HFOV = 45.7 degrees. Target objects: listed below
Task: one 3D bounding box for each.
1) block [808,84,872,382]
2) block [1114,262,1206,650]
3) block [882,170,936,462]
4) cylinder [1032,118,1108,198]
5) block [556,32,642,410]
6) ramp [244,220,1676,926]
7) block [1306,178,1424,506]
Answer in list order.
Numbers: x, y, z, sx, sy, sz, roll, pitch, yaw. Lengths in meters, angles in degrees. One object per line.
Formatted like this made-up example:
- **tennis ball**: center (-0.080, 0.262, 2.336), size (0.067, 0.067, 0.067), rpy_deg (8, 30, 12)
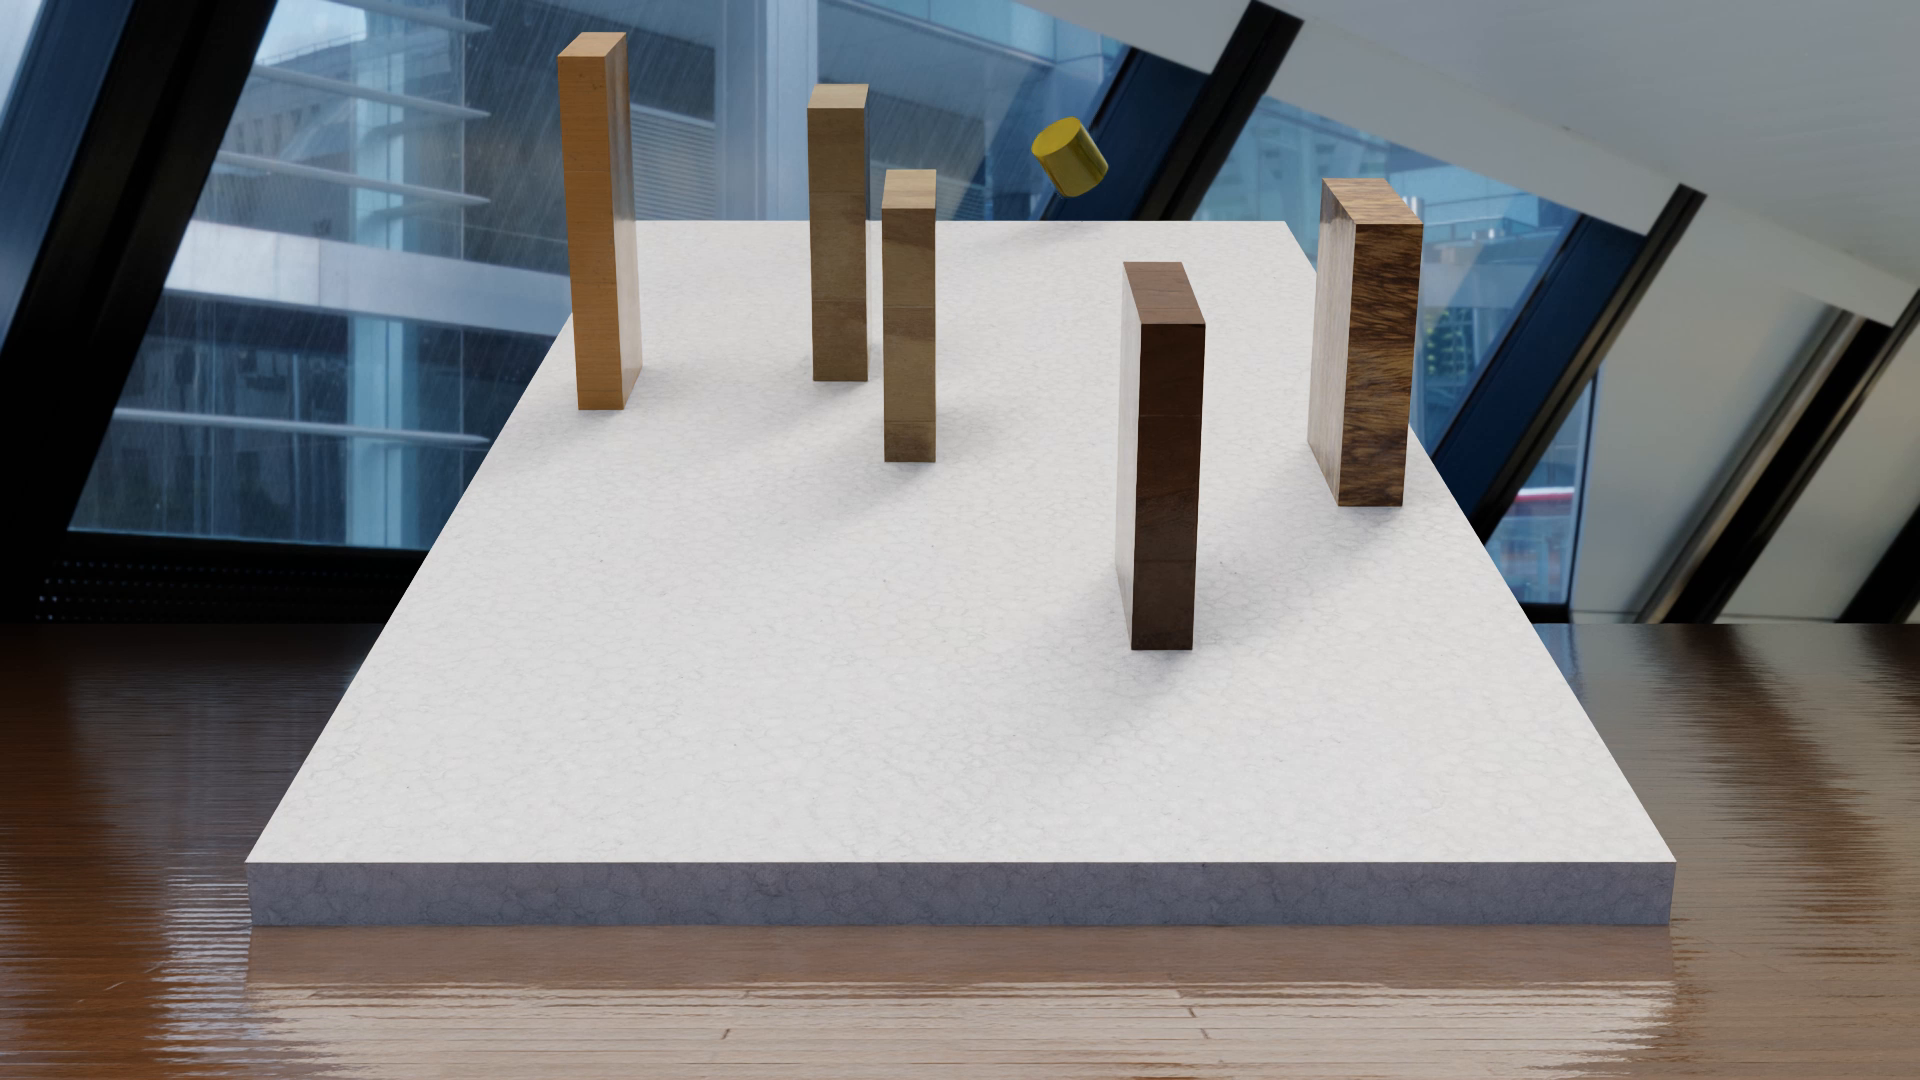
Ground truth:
- **block**: center (-0.281, -0.729, 5.385), size (0.128, 0.640, 0.327), rpy_deg (0, 21, 0)
- **block**: center (0.343, -0.154, 3.967), size (0.105, 0.573, 0.417), rpy_deg (0, 21, 0)
- **block**: center (-0.106, -0.486, 4.883), size (0.108, 0.542, 0.387), rpy_deg (0, 21, 0)
- **cylinder**: center (0.329, -1.144, 6.814), size (0.169, 0.169, 0.169), rpy_deg (-2, -42, 42)
- **block**: center (-0.810, -0.724, 5.159), size (0.102, 0.789, 0.350), rpy_deg (0, 21, 0)
- **ramp**: center (-0.006, -0.213, 5.069), size (2.000, 0.100, 4.000), rpy_deg (0, 21, 0)
- **block**: center (0.818, -0.410, 4.643), size (0.129, 0.573, 0.423), rpy_deg (0, 21, 0)
